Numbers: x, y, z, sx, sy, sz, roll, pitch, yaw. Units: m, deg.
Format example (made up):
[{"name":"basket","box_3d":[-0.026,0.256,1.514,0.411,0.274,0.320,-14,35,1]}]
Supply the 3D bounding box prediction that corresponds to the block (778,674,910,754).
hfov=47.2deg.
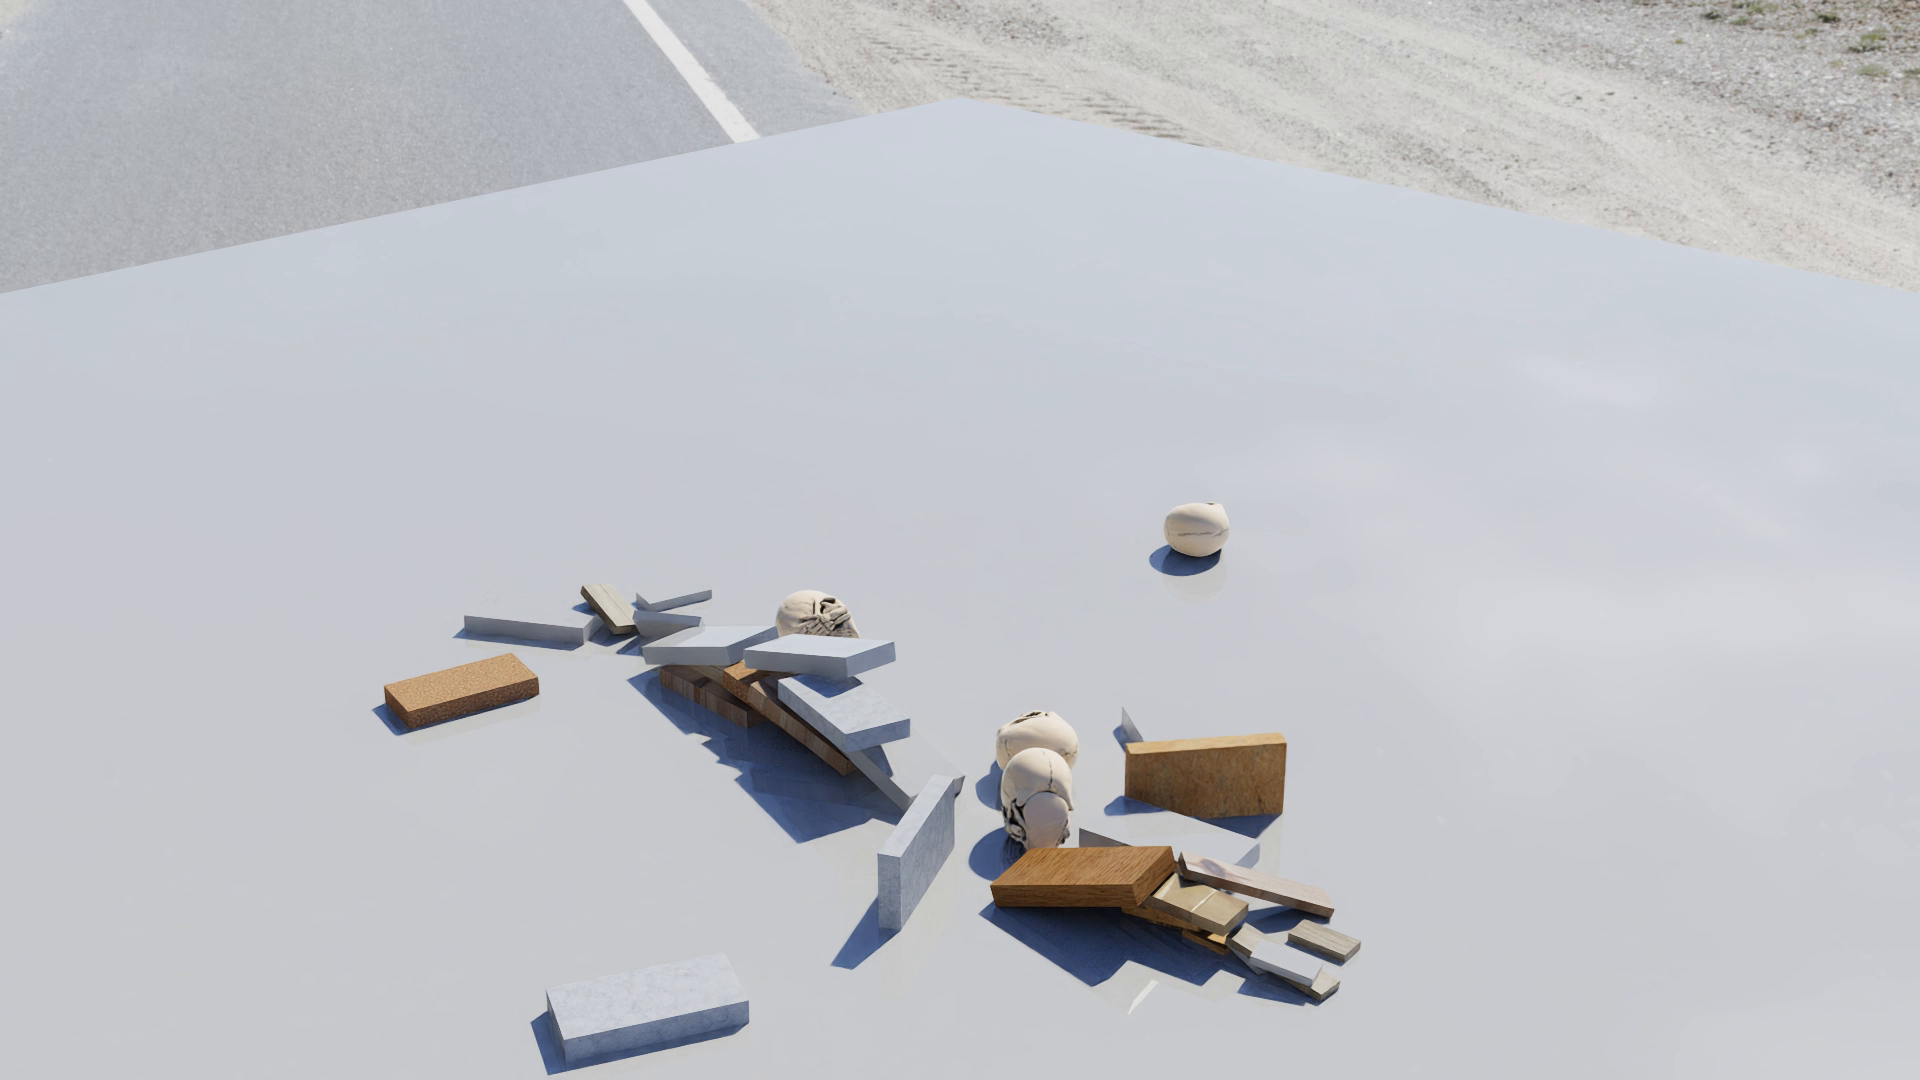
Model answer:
[{"name":"block","box_3d":[-0.243,0.349,4.568,0.150,0.042,0.300,-12,24,-29]}]

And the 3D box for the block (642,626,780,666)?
[{"name":"block","box_3d":[-0.565,0.239,4.980,0.304,0.043,0.152,-3,14,45]}]

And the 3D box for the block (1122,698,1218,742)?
[{"name":"block","box_3d":[0.466,0.436,4.675,0.160,0.045,0.320,-5,23,-11]}]

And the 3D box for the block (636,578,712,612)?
[{"name":"block","box_3d":[-0.704,0.135,5.412,0.166,0.023,0.083,-13,26,-29]}]

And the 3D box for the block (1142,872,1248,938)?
[{"name":"block","box_3d":[0.426,0.661,4.009,0.177,0.025,0.089,18,31,32]}]

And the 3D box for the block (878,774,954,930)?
[{"name":"block","box_3d":[-0.081,0.588,4.173,0.044,0.157,0.313,7,24,17]}]

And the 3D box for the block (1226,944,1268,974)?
[{"name":"block","box_3d":[0.527,0.745,3.969,0.048,0.014,0.096,-12,34,-31]}]

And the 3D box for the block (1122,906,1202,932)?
[{"name":"block","box_3d":[0.396,0.678,4.078,0.177,0.025,0.089,7,22,42]}]

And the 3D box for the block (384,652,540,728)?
[{"name":"block","box_3d":[-1.113,0.335,4.917,0.303,0.043,0.152,-14,27,-31]}]

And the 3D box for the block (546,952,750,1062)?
[{"name":"block","box_3d":[-0.541,0.805,3.805,0.319,0.045,0.160,-8,24,-19]}]

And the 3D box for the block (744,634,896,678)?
[{"name":"block","box_3d":[-0.304,0.248,4.745,0.308,0.043,0.152,2,12,41]}]

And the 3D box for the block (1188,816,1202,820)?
[{"name":"block","box_3d":[0.434,0.589,4.348,0.070,0.020,0.140,5,23,11]}]

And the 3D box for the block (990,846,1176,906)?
[{"name":"block","box_3d":[0.229,0.627,4.101,0.313,0.044,0.157,-7,15,36]}]

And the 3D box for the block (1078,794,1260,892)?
[{"name":"block","box_3d":[0.405,0.590,4.263,0.313,0.044,0.157,15,27,32]}]

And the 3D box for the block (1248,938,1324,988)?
[{"name":"block","box_3d":[0.579,0.750,3.901,0.118,0.017,0.059,18,30,21]}]

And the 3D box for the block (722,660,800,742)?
[{"name":"block","box_3d":[-0.359,0.349,4.799,0.304,0.043,0.152,32,36,30]}]

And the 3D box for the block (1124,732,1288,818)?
[{"name":"block","box_3d":[0.493,0.480,4.425,0.320,0.160,0.045,-3,23,-8]}]

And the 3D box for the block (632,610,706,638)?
[{"name":"block","box_3d":[-0.681,0.203,5.180,0.166,0.083,0.023,5,61,12]}]

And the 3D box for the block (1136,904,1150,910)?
[{"name":"block","box_3d":[0.310,0.647,4.139,0.089,0.025,0.177,-22,21,-40]}]

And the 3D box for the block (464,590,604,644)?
[{"name":"block","box_3d":[-1.015,0.184,5.272,0.303,0.043,0.152,5,24,13]}]

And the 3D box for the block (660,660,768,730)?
[{"name":"block","box_3d":[-0.517,0.329,4.929,0.152,0.043,0.304,-21,31,-41]}]

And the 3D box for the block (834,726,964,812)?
[{"name":"block","box_3d":[-0.144,0.440,4.566,0.150,0.042,0.300,-17,43,-39]}]

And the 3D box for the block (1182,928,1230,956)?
[{"name":"block","box_3d":[0.460,0.727,4.029,0.096,0.014,0.048,20,30,39]}]

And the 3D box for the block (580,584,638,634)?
[{"name":"block","box_3d":[-0.831,0.163,5.262,0.083,0.023,0.166,-4,38,-43]}]

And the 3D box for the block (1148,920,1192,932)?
[{"name":"block","box_3d":[0.400,0.701,4.070,0.096,0.014,0.048,7,22,42]}]

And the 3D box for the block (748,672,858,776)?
[{"name":"block","box_3d":[-0.295,0.378,4.686,0.300,0.042,0.150,34,38,30]}]

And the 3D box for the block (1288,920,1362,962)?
[{"name":"block","box_3d":[0.665,0.732,4.015,0.118,0.017,0.059,17,28,35]}]

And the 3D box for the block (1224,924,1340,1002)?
[{"name":"block","box_3d":[0.576,0.753,3.929,0.210,0.017,0.059,28,35,35]}]

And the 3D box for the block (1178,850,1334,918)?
[{"name":"block","box_3d":[0.552,0.642,4.099,0.296,0.020,0.070,16,19,-10]}]
